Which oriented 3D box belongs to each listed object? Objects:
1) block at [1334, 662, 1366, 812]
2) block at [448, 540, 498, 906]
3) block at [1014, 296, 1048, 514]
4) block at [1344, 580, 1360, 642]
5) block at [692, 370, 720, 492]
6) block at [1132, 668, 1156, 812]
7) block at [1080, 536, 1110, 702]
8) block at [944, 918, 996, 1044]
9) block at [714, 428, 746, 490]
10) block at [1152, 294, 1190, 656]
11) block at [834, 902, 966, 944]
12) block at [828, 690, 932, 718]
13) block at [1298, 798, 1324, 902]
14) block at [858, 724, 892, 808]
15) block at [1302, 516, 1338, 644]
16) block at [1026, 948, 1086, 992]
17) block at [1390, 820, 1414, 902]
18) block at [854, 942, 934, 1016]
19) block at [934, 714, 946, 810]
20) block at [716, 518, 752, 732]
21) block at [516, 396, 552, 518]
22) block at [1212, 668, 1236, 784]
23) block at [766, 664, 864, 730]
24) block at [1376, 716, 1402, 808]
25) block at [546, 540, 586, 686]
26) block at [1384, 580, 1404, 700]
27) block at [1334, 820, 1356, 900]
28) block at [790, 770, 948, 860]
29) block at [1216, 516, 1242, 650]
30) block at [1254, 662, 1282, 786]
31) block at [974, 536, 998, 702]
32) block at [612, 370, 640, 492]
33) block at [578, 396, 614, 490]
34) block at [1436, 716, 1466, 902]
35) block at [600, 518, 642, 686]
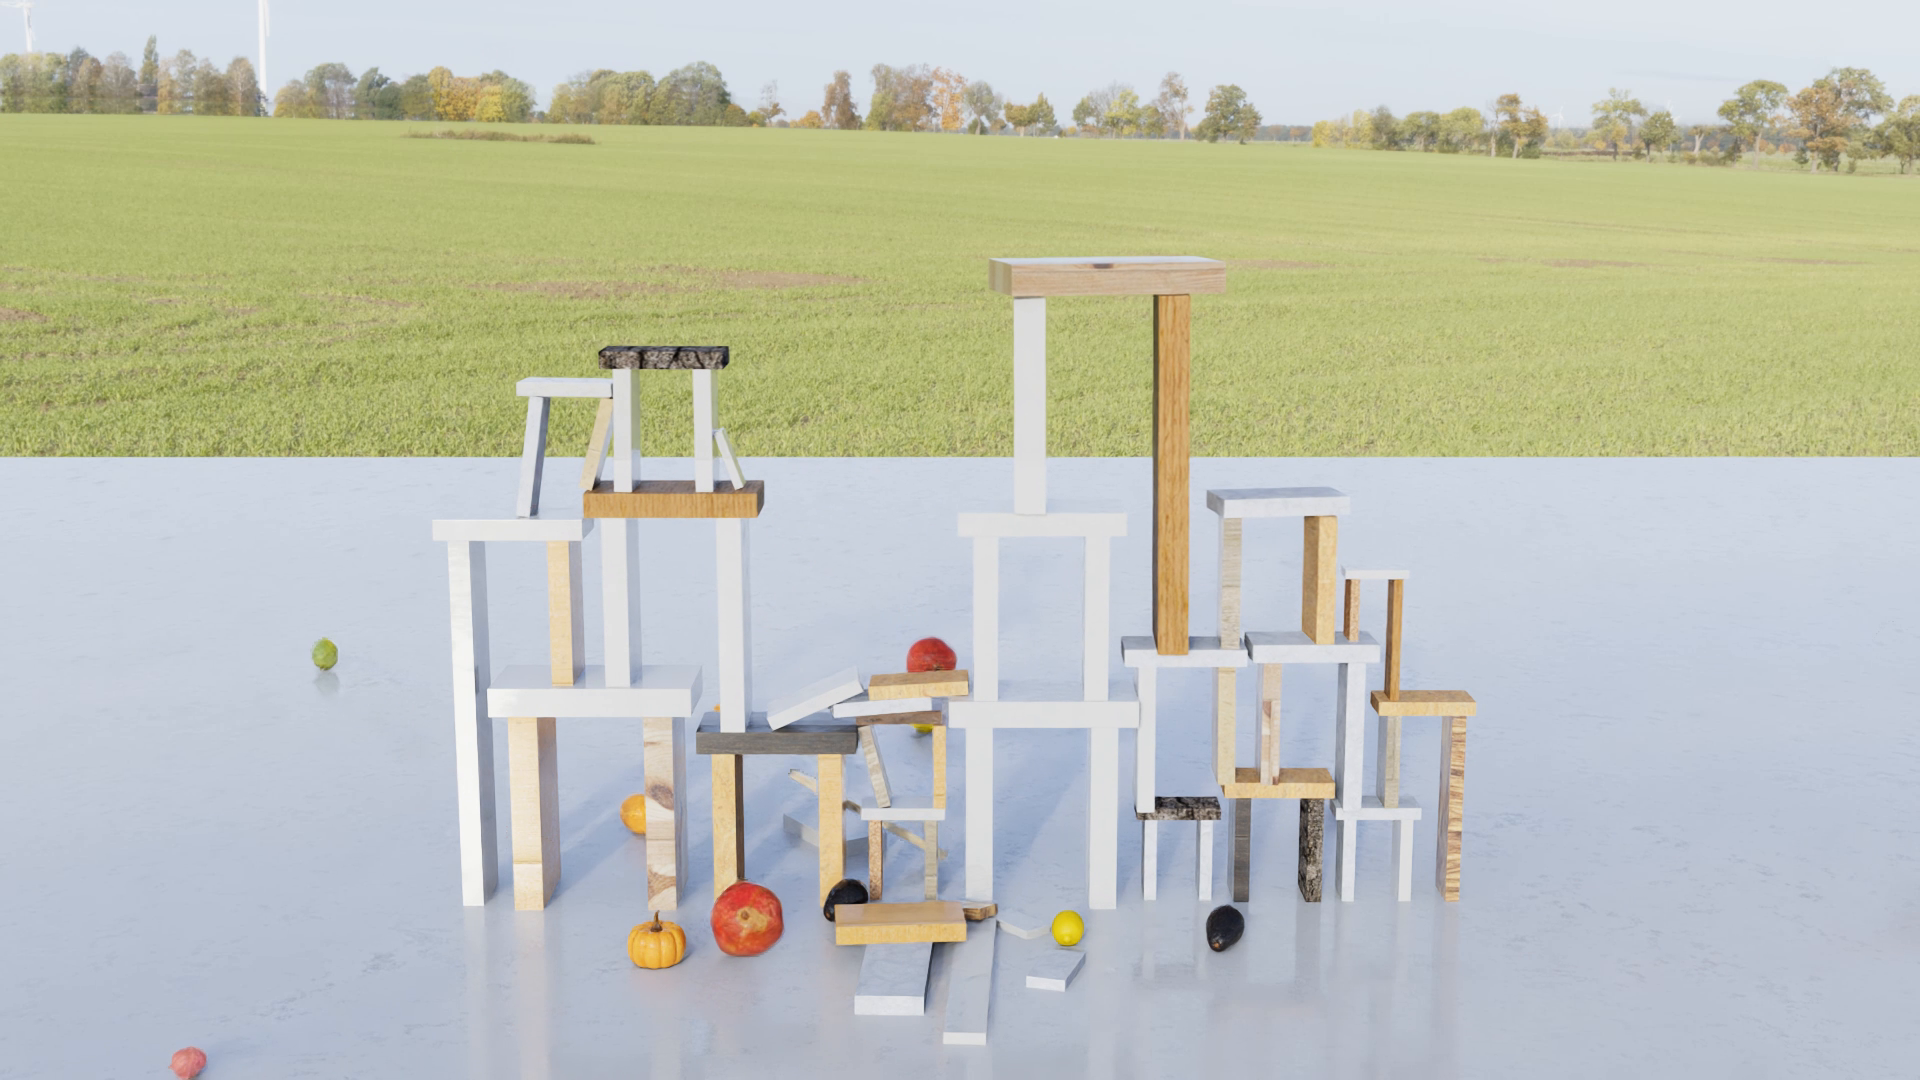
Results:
[{"bbox_3d":[0.641,0.311,3.617,0.029,0.250,0.102,0,11,1],"label":"block"},{"bbox_3d":[-0.799,0.290,3.615,0.034,0.610,0.119,0,11,0],"label":"block"},{"bbox_3d":[0.114,-0.225,3.521,0.049,0.344,0.172,0,11,3],"label":"block"},{"bbox_3d":[0.638,0.109,3.580,0.015,0.103,0.051,0,11,-2],"label":"block"},{"bbox_3d":[-0.407,-0.181,3.528,0.028,0.195,0.098,0,11,0],"label":"block"},{"bbox_3d":[0.303,0.316,3.615,0.028,0.244,0.099,0,11,0],"label":"block"},{"bbox_3d":[0.219,0.115,3.578,0.038,0.269,0.135,0,11,0],"label":"block"},{"bbox_3d":[0.017,0.653,3.286,0.059,0.017,0.458,0,11,3],"label":"block"},{"bbox_3d":[-0.370,-0.131,3.533,0.014,0.096,0.048,-20,10,4],"label":"block"},{"bbox_3d":[0.339,-0.113,3.538,0.049,0.571,0.172,0,11,2],"label":"block"},{"bbox_3d":[-0.094,0.594,3.415,0.199,0.028,0.099,-1,11,-5],"label":"block"},{"bbox_3d":[-0.134,0.265,3.613,0.161,0.023,0.081,-4,11,-11],"label":"block"},{"bbox_3d":[0.583,0.501,3.655,0.025,0.179,0.090,0,11,0],"label":"block"},{"bbox_3d":[-0.141,0.365,3.633,0.020,0.140,0.070,-14,10,2],"label":"block"},{"bbox_3d":[0.584,0.057,3.574,0.029,0.208,0.104,-1,11,-4],"label":"block"},{"bbox_3d":[0.145,0.647,3.314,0.059,0.017,0.119,3,11,18],"label":"block"},{"bbox_3d":[0.734,0.522,3.655,0.020,0.139,0.070,0,11,0],"label":"block"},{"bbox_3d":[-0.094,0.637,3.340,0.099,0.028,0.361,0,11,3],"label":"block"},{"bbox_3d":[-0.034,0.366,3.630,0.020,0.140,0.070,0,11,0],"label":"block"},{"bbox_3d":[-0.367,0.125,3.587,0.039,0.351,0.138,0,11,0],"label":"block"},{"bbox_3d":[-0.685,-0.139,3.538,0.021,0.194,0.076,8,10,-2],"label":"block"},{"bbox_3d":[0.432,0.293,3.611,0.028,0.197,0.099,-1,11,1],"label":"block"},{"bbox_3d":[-0.236,0.257,3.593,0.161,0.023,0.081,-24,14,3],"label":"block"},{"bbox_3d":[0.707,0.356,3.627,0.022,0.157,0.079,0,11,0],"label":"block"},{"bbox_3d":[-0.641,0.107,3.581,0.034,0.238,0.119,0,11,0],"label":"block"},{"bbox_3d":[0.708,0.158,3.588,0.015,0.201,0.051,0,11,0],"label":"block"},{"bbox_3d":[0.641,0.521,3.656,0.020,0.139,0.070,0,11,0],"label":"block"},{"bbox_3d":[-0.159,0.477,3.827,0.303,0.014,0.048,28,-4,0],"label":"block"},{"bbox_3d":[0.437,0.060,3.577,0.029,0.216,0.104,0,11,2],"label":"block"},{"bbox_3d":[0.505,0.289,3.608,0.029,0.204,0.102,0,11,2],"label":"block"},{"bbox_3d":[0.041,0.115,3.577,0.038,0.269,0.135,0,11,0],"label":"block"},{"bbox_3d":[-0.534,-0.181,3.528,0.028,0.195,0.098,1,11,0],"label":"block"},{"bbox_3d":[-0.578,-0.160,3.534,0.021,0.151,0.076,16,10,-2],"label":"block"},{"bbox_3d":[0.813,0.434,3.641,0.022,0.317,0.079,0,11,0],"label":"block"},{"bbox_3d":[-0.550,0.088,3.580,0.039,0.275,0.138,0,11,0],"label":"block"}]
